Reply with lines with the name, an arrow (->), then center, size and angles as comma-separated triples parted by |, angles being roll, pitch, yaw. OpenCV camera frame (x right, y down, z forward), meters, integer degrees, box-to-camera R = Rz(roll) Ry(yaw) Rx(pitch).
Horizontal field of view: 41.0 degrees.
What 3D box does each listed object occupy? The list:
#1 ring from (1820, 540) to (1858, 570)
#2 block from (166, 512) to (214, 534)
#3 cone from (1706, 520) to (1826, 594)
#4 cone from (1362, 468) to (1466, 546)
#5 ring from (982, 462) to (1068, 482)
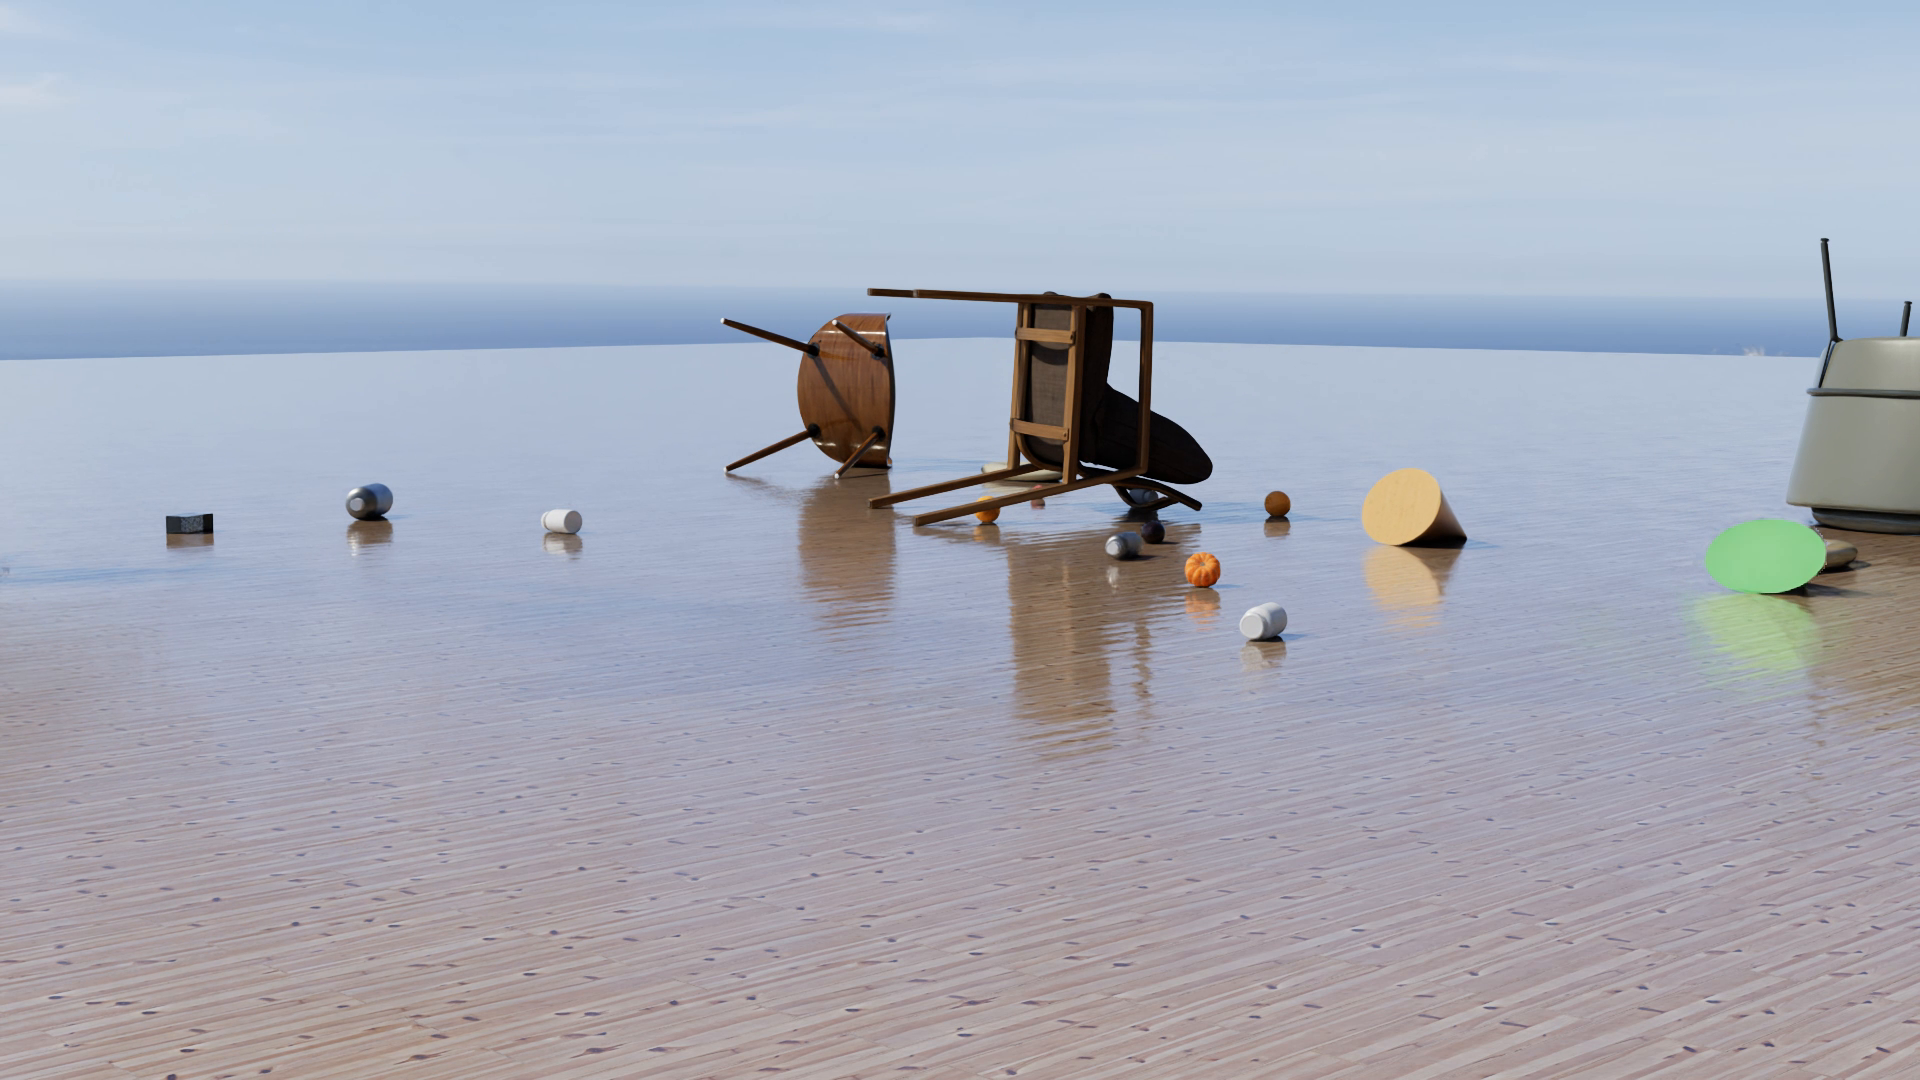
ring -> 1.901, 0.036, 5.807 | 0.193, 0.053, 0.412 | 5, 8, 44
block -> -1.984, -0.043, 6.608 | 0.066, 0.045, 0.105 | 2, 6, 21
cone -> 1.745, 0.062, 5.434 | 0.251, 0.159, 0.256 | -3, -15, 35
cone -> 1.179, -0.043, 6.371 | 0.256, 0.199, 0.256 | 22, -14, -35
ring -> 0.210, -0.224, 8.346 | 0.225, 0.050, 0.393 | -4, 7, -32
